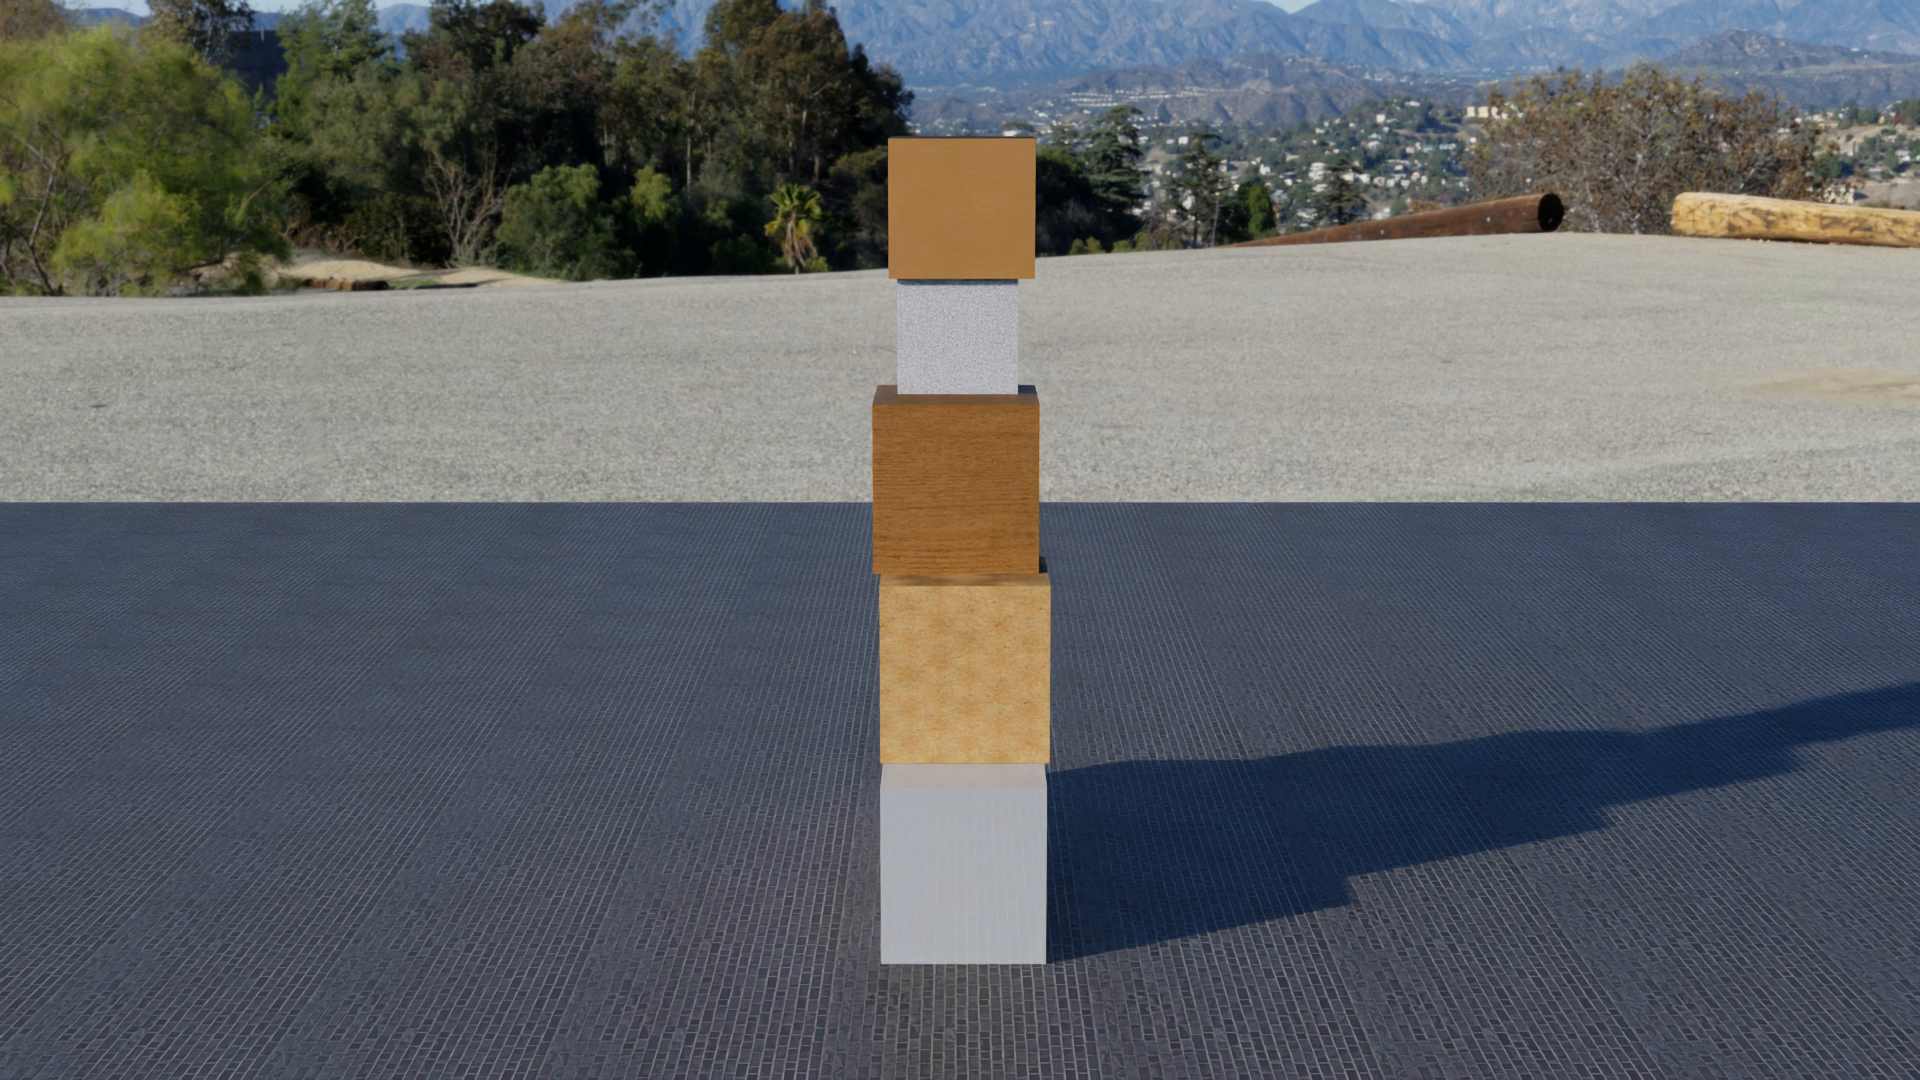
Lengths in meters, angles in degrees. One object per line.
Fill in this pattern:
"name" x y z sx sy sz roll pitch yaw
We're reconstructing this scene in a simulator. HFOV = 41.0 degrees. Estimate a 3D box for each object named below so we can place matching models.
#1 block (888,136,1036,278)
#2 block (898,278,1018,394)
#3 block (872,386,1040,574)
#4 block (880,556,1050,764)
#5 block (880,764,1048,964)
"block" 0.008 -1.423 10.939 0.612 0.579 0.532 0 10 0
"block" -0.009 -0.896 11.030 0.508 0.490 0.465 0 10 0
"block" -0.017 -0.268 10.900 0.685 0.704 0.698 0 10 0
"block" 0.020 0.490 10.744 0.691 0.735 0.683 0 10 0
"block" 0.014 1.272 10.533 0.658 0.728 0.711 0 10 0
